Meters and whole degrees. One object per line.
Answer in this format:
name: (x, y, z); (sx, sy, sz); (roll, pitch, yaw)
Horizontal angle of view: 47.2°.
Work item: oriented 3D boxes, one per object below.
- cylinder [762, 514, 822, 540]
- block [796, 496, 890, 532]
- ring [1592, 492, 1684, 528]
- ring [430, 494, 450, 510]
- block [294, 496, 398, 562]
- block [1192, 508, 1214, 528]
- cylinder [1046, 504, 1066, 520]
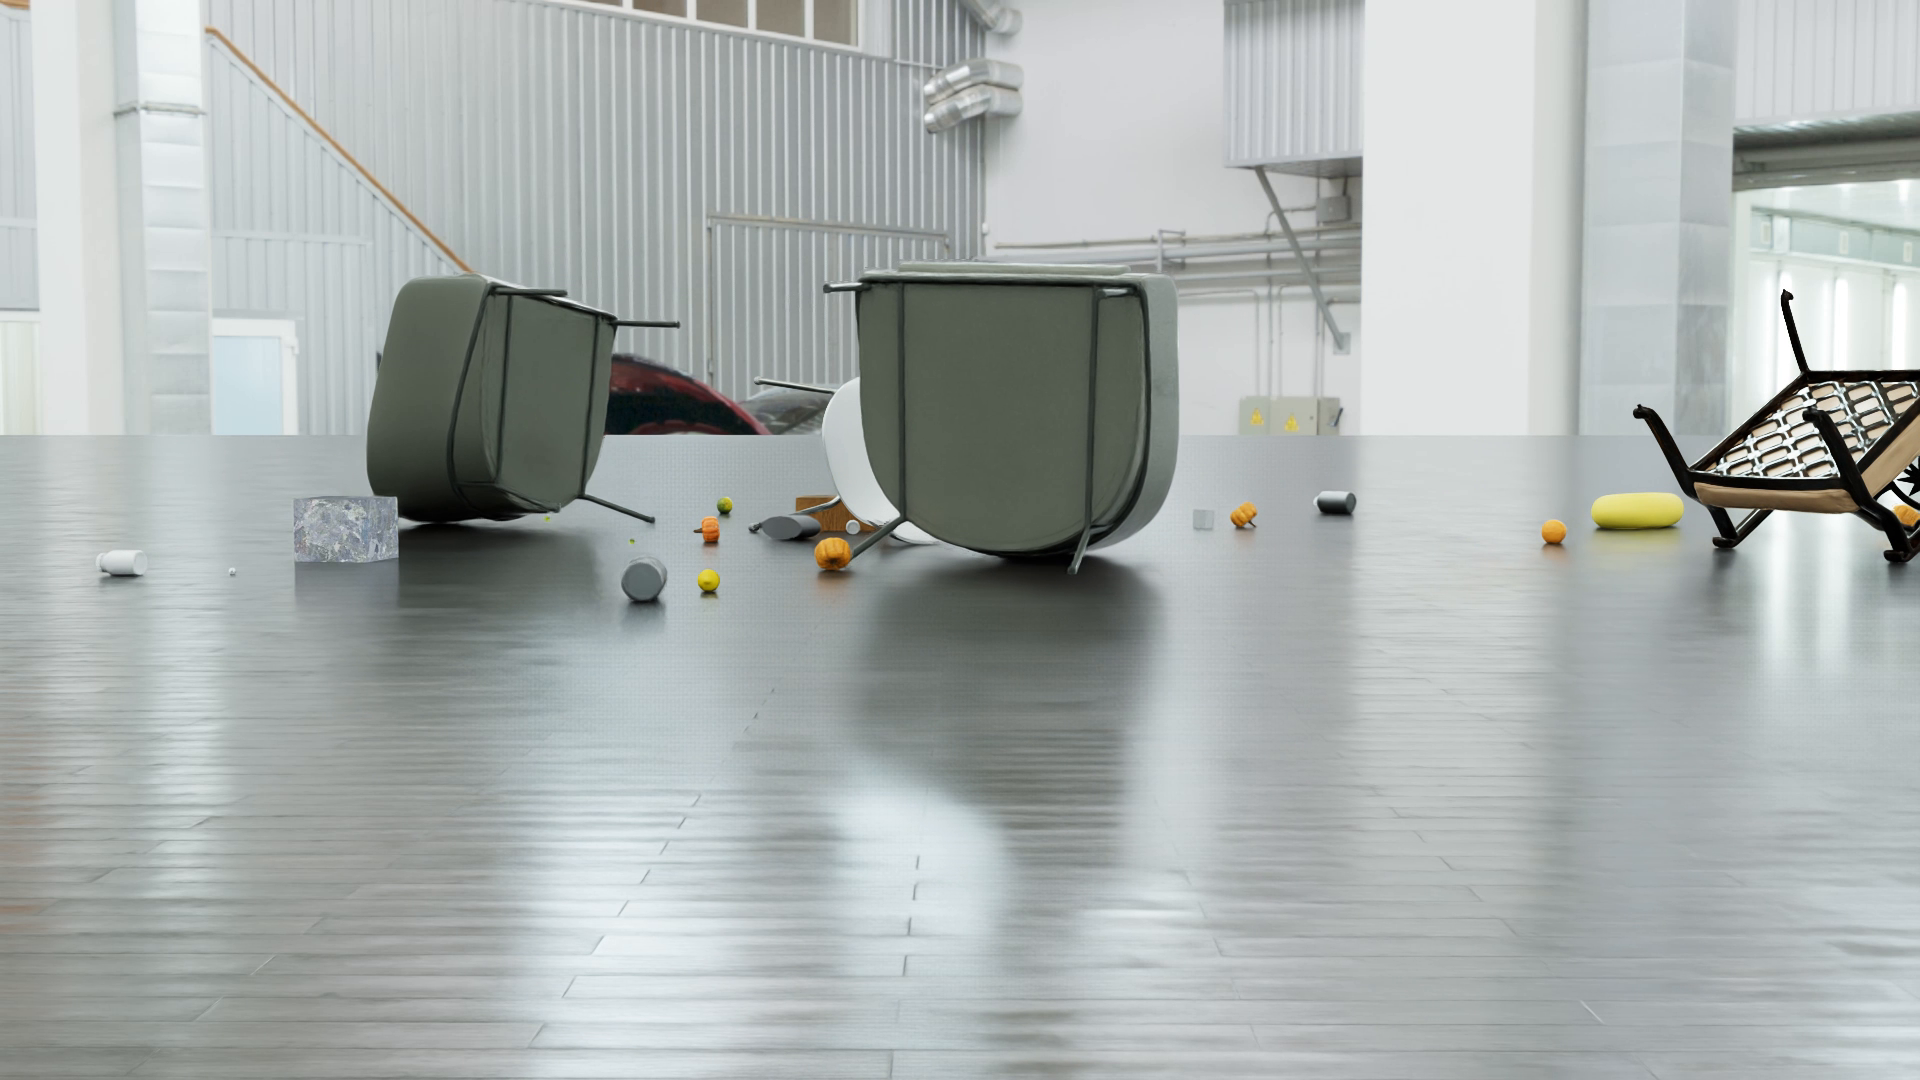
cylinder: (-0.506, -0.039, 6.600); (0.164, 0.070, 0.086); (3, 5, 39)
block: (-0.374, -0.087, 7.050); (0.284, 0.104, 0.175); (0, 4, 3)
ring: (2.221, -0.096, 7.206); (0.405, 0.105, 0.235); (-4, 5, -41)
ring: (-1.952, -0.142, 8.261); (0.069, 0.050, 0.088); (2, 5, 3)
block: (-1.618, -0.030, 5.802); (0.200, 0.162, 0.193); (1, 4, 10)
block: (0.788, -0.070, 7.125); (0.037, 0.059, 0.059); (-3, 5, -34)
cylinder: (0.333, -0.098, 7.595); (0.055, 0.051, 0.086); (1, 1, 15)
